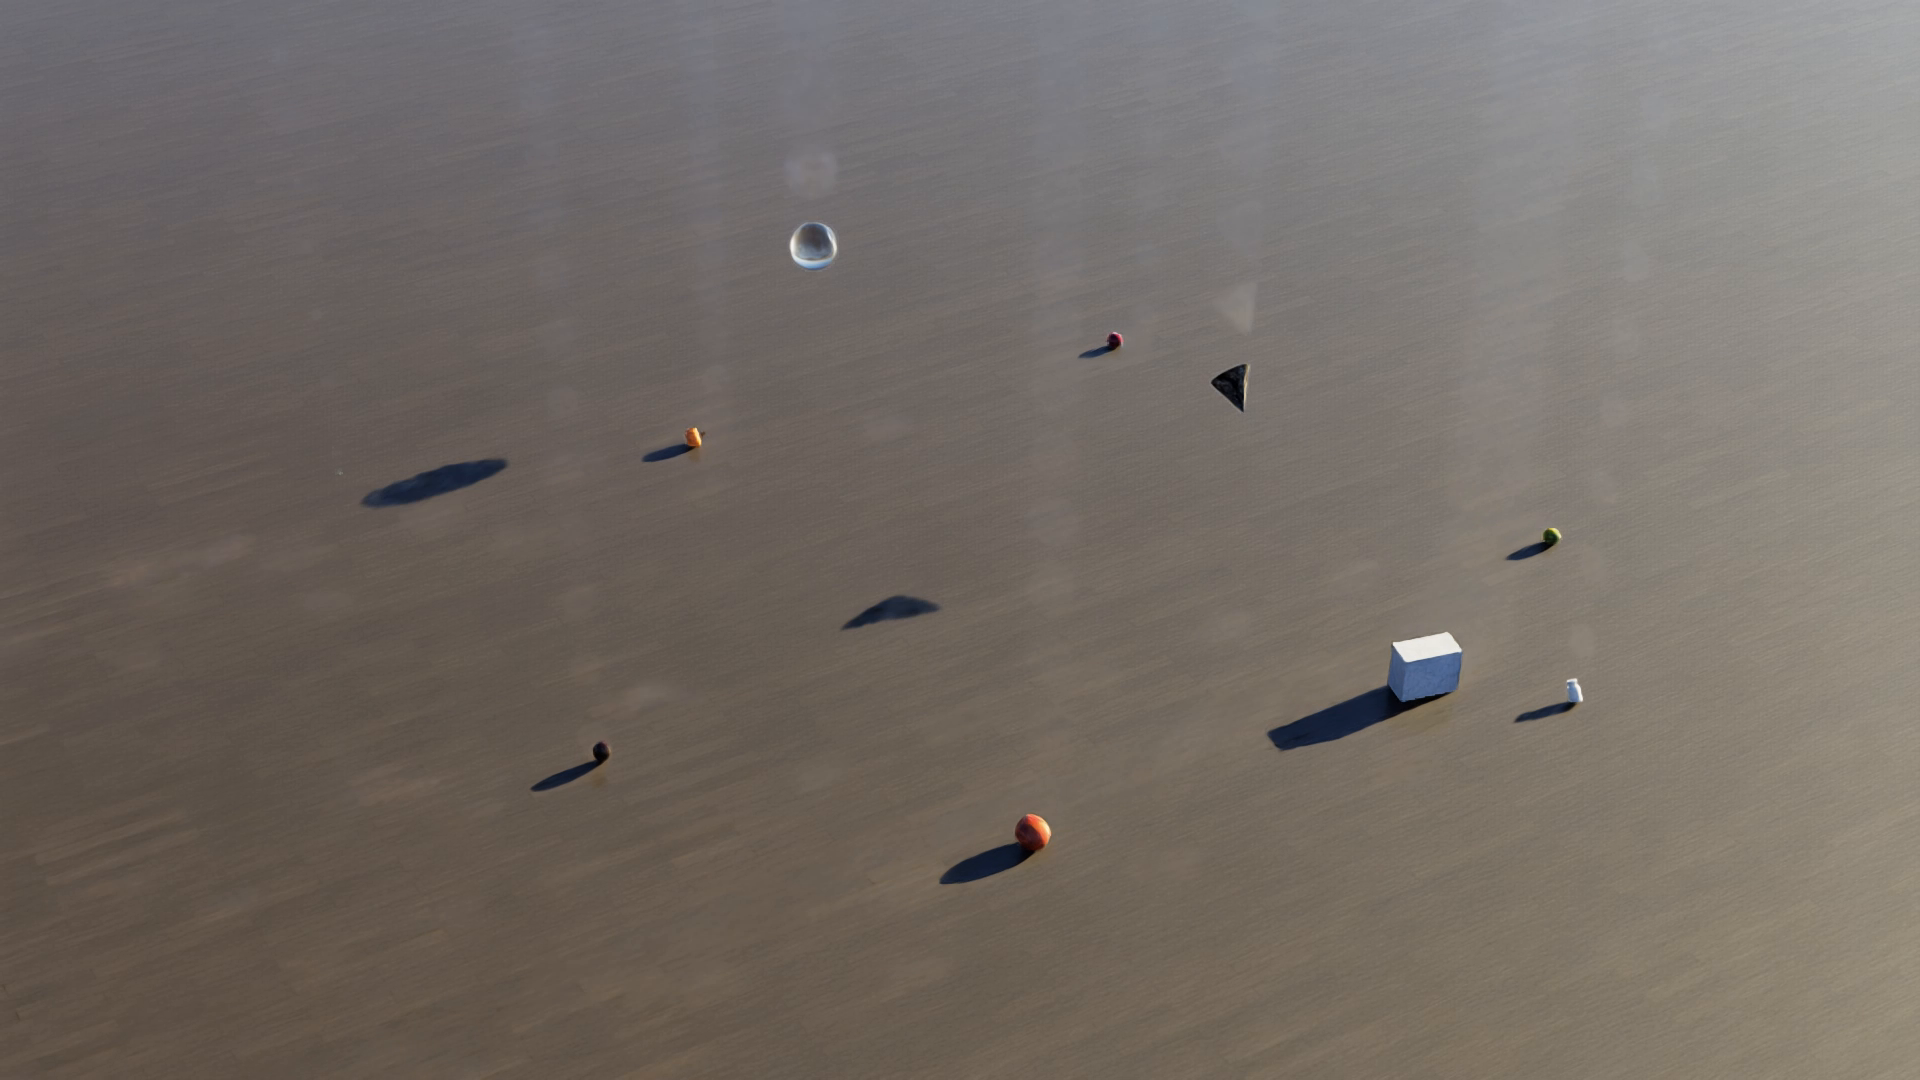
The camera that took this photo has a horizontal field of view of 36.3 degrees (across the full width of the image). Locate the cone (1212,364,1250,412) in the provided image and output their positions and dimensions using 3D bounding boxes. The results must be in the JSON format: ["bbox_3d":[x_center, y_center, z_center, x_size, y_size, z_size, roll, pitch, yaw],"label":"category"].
[{"bbox_3d":[1.031,-0.546,10.918,0.088,0.167,0.163,13,55,-54],"label":"cone"}]

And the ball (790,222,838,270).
[{"bbox_3d":[-0.583,-1.174,11.705,0.193,0.193,0.193,0,33,0],"label":"ball"}]

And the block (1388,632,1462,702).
[{"bbox_3d":[1.604,0.439,10.118,0.213,0.173,0.112,-10,37,-15],"label":"block"}]
